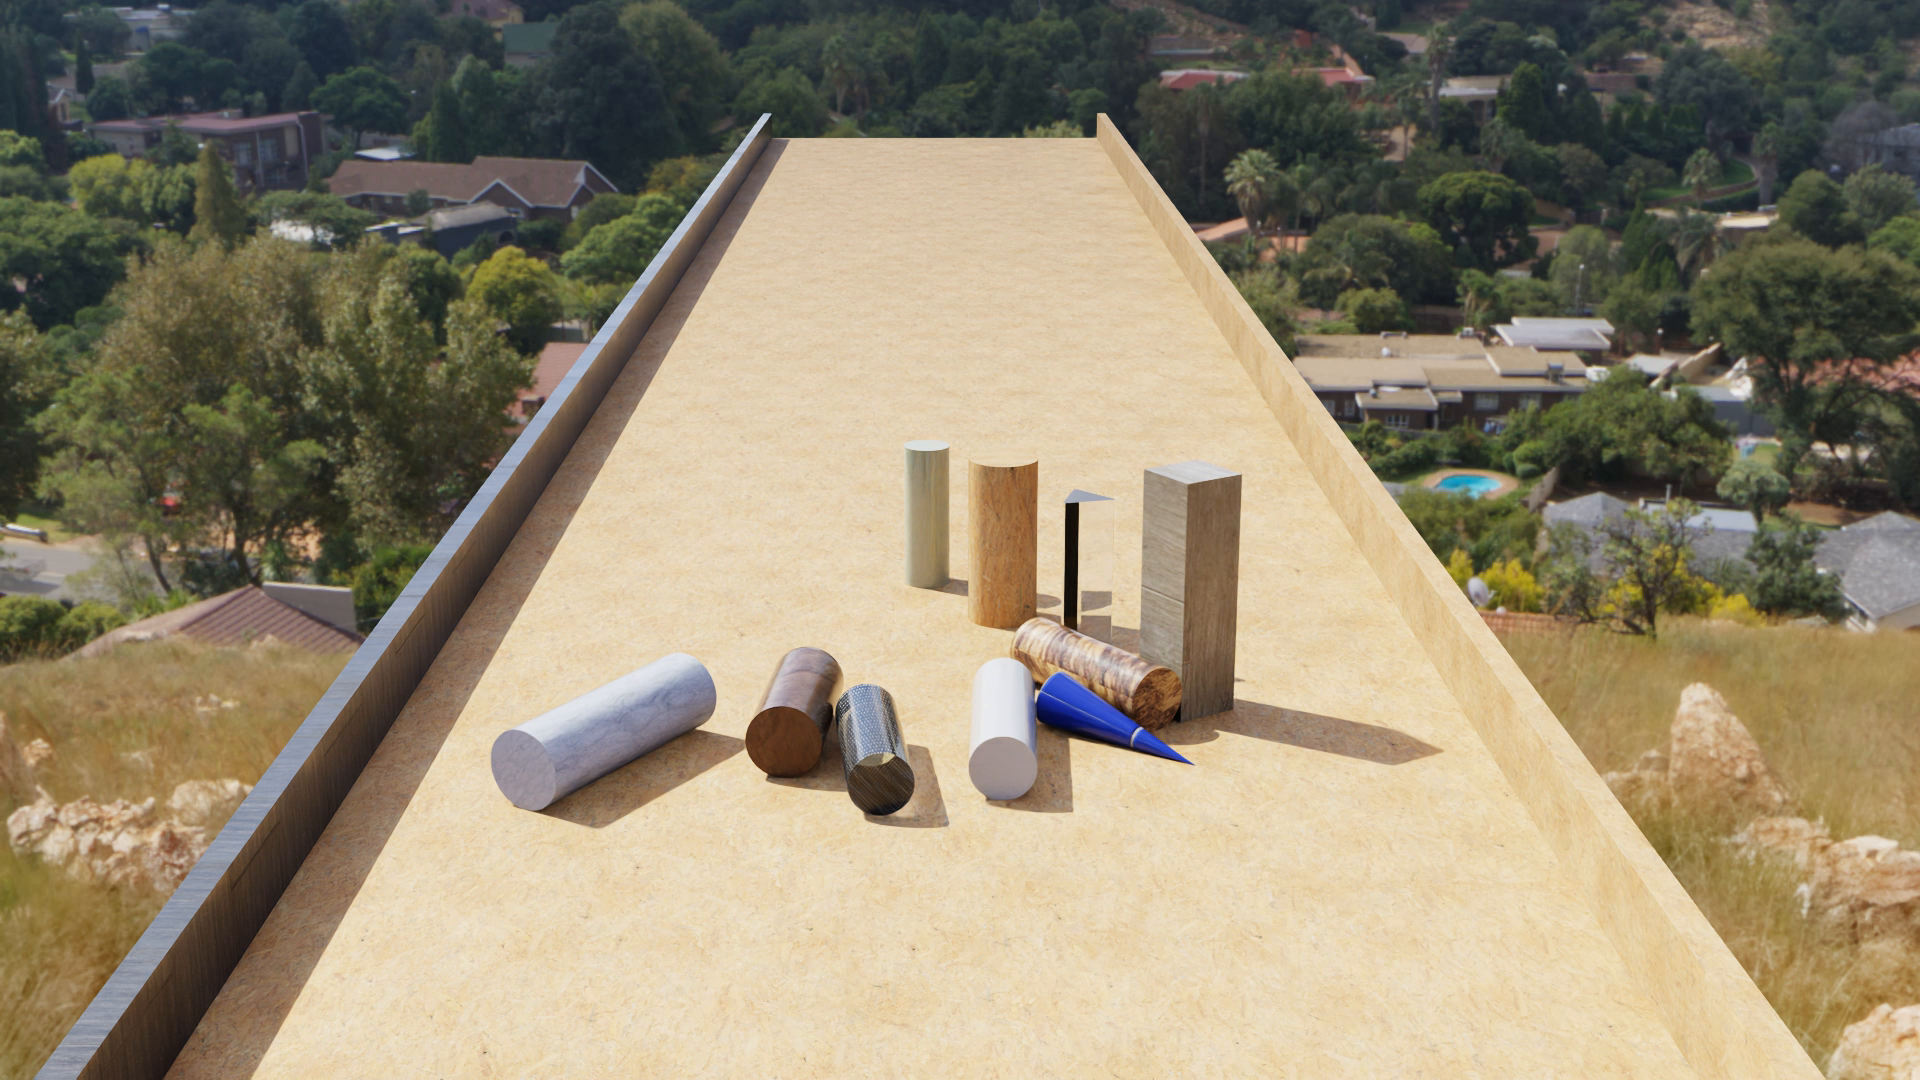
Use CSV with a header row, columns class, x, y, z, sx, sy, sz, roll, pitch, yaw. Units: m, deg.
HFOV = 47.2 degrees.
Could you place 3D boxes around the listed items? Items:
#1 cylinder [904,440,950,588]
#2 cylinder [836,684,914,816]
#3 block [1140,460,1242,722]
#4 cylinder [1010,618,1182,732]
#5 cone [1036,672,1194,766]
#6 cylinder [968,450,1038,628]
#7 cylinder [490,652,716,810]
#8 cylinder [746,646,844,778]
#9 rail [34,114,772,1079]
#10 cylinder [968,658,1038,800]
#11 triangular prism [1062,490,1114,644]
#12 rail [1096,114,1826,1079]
class,x,y,z,sx,sy,sz,roll,pitch,yaw
cylinder,-0.073,-0.058,4.870,0.101,0.314,0.101,0,17,0
cylinder,-0.150,0.360,3.819,0.113,0.113,0.331,-2,17,-6
block,0.428,0.094,4.104,0.128,0.459,0.128,-11,20,-32
cylinder,0.253,0.251,4.169,0.122,0.122,0.361,-12,20,-35
cone,0.295,0.345,3.976,0.329,0.103,0.103,24,27,35
cylinder,0.090,-0.003,4.624,0.145,0.349,0.145,0,17,0
cylinder,-0.619,0.330,3.863,0.144,0.144,0.446,9,19,29
cylinder,-0.295,0.306,3.960,0.134,0.134,0.311,1,17,4
rail,-1.118,-0.838,7.780,0.050,0.150,12.000,0,17,-1
cylinder,0.077,0.331,3.910,0.117,0.117,0.394,0,17,1
triangular prism,0.244,0.068,4.425,0.105,0.327,0.091,-4,17,-14
rail,0.932,-0.844,7.801,0.050,0.150,12.000,0,17,-1
